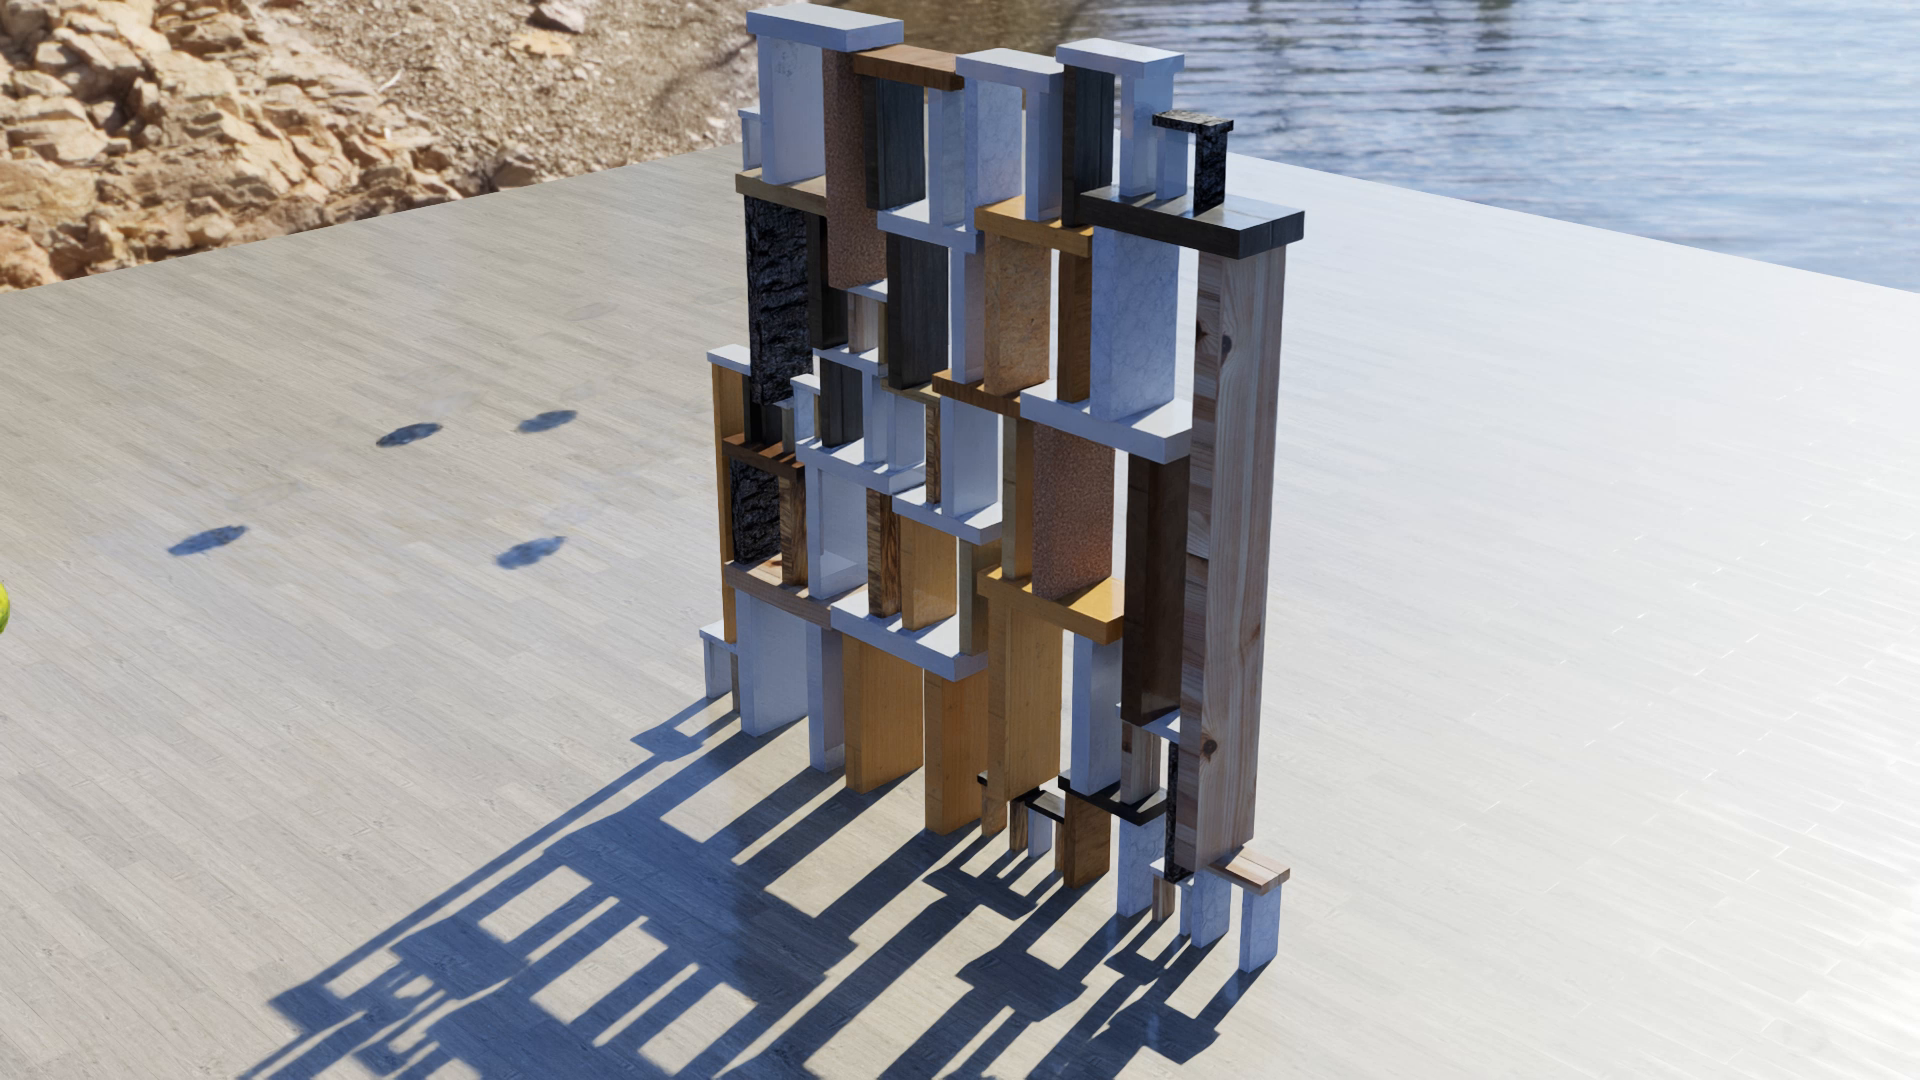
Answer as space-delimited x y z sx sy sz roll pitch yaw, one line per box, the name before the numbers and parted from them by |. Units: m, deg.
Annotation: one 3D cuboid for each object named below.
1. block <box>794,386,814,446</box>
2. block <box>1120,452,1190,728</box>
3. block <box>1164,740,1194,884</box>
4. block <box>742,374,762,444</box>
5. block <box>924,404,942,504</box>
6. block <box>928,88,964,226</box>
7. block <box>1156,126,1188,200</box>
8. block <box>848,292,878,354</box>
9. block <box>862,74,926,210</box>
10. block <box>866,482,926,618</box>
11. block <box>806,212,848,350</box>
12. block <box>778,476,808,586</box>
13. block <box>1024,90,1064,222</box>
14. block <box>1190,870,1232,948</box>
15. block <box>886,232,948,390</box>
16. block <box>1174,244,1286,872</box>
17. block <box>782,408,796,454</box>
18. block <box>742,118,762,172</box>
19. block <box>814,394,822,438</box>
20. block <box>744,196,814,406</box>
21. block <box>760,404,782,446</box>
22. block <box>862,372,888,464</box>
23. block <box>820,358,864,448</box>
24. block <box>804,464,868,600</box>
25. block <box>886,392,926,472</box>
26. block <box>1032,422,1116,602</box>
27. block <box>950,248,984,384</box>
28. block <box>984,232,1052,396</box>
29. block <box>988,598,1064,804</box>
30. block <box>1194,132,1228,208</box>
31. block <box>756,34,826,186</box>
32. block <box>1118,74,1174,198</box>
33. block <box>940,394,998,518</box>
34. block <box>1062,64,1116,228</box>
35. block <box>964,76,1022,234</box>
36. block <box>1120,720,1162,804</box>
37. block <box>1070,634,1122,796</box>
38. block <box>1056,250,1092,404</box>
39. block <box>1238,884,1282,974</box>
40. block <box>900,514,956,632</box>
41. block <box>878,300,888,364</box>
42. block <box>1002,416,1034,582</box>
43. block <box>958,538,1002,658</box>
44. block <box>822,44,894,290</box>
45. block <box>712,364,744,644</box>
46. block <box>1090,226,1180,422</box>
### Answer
block | -0.315 -0.246 4.468 0.013 0.151 0.047 21 31 40
block | 0.362 0.069 3.865 0.167 0.507 0.047 -21 31 -40
block | 0.409 0.479 3.975 0.084 0.287 0.024 -21 31 -40
block | -0.413 -0.281 4.554 0.074 0.148 0.021 -21 31 -41
block | -0.029 -0.172 4.184 0.023 0.196 0.080 21 31 41
block | -0.001 -0.693 3.926 0.035 0.244 0.122 20 30 39
block | 0.346 -0.619 3.584 0.017 0.119 0.059 21 31 41
block | -0.187 -0.425 4.239 0.017 0.122 0.061 21 31 40
block | -0.120 -0.737 4.033 0.035 0.244 0.122 19 29 39
block | -0.121 0.008 4.361 0.038 0.271 0.135 21 31 41
block | -0.232 -0.514 4.261 0.038 0.269 0.135 21 31 40
block | -0.315 -0.033 4.547 0.033 0.236 0.118 21 31 41
block | 0.162 -0.666 3.763 0.032 0.223 0.112 21 31 41
block | 0.459 0.653 4.008 0.024 0.166 0.083 21 31 41
block | -0.078 -0.441 4.123 0.125 0.302 0.035 -21 31 -40
block | 0.455 0.042 3.738 0.167 1.123 0.047 -21 31 -41
block | -0.341 -0.231 4.502 0.014 0.097 0.049 21 31 40
block | -0.406 -0.600 4.414 0.014 0.506 0.049 21 31 40
block | -0.271 -0.255 4.415 0.047 0.094 0.013 -21 31 -41
block | -0.361 -0.491 4.409 0.038 0.427 0.135 21 31 40
block | -0.387 -0.249 4.544 0.014 0.097 0.049 21 31 40
block | -0.146 -0.249 4.284 0.026 0.185 0.093 21 31 40
block | -0.234 -0.283 4.365 0.026 0.185 0.093 21 31 41
block | -0.249 -0.034 4.481 0.038 0.288 0.135 21 31 41
block | -0.104 -0.219 4.247 0.080 0.159 0.023 -21 31 -41
block | 0.206 -0.072 3.976 0.047 0.335 0.167 21 31 40
block | 0.040 -0.420 4.006 0.035 0.249 0.125 21 31 40
block | 0.104 -0.417 3.938 0.038 0.297 0.133 21 31 40
block | 0.125 0.286 4.214 0.045 0.419 0.159 21 31 40
block | 0.402 -0.597 3.532 0.017 0.119 0.059 21 31 41
block | -0.317 -0.832 4.207 0.040 0.281 0.140 21 31 40
block | 0.305 -0.669 3.606 0.098 0.195 0.028 -22 31 -40
block | 0.018 -0.171 4.128 0.034 0.238 0.119 21 31 41
block | 0.216 -0.670 3.706 0.028 0.273 0.098 21 31 41
block | 0.059 -0.685 3.870 0.112 0.274 0.032 -21 31 -40
block | 0.332 0.393 4.025 0.084 0.167 0.024 -21 31 -41
block | 0.276 0.298 4.056 0.045 0.319 0.159 21 31 41
block | 0.229 -0.382 3.817 0.133 0.266 0.038 -21 31 -40
block | 0.538 0.684 3.936 0.024 0.166 0.083 21 31 41
block | -0.060 0.049 4.306 0.119 0.238 0.034 -21 31 -41
block | -0.128 -0.402 4.185 0.017 0.122 0.061 23 32 39
block | 0.131 -0.090 4.040 0.034 0.318 0.119 21 31 40
block | 0.052 0.093 4.202 0.034 0.238 0.119 21 31 41
block | -0.186 -0.702 4.116 0.140 0.448 0.040 -22 31 -40
block | -0.483 -0.081 4.715 0.021 0.643 0.074 21 31 41
block | 0.296 -0.383 3.729 0.167 0.335 0.047 -21 31 -40
